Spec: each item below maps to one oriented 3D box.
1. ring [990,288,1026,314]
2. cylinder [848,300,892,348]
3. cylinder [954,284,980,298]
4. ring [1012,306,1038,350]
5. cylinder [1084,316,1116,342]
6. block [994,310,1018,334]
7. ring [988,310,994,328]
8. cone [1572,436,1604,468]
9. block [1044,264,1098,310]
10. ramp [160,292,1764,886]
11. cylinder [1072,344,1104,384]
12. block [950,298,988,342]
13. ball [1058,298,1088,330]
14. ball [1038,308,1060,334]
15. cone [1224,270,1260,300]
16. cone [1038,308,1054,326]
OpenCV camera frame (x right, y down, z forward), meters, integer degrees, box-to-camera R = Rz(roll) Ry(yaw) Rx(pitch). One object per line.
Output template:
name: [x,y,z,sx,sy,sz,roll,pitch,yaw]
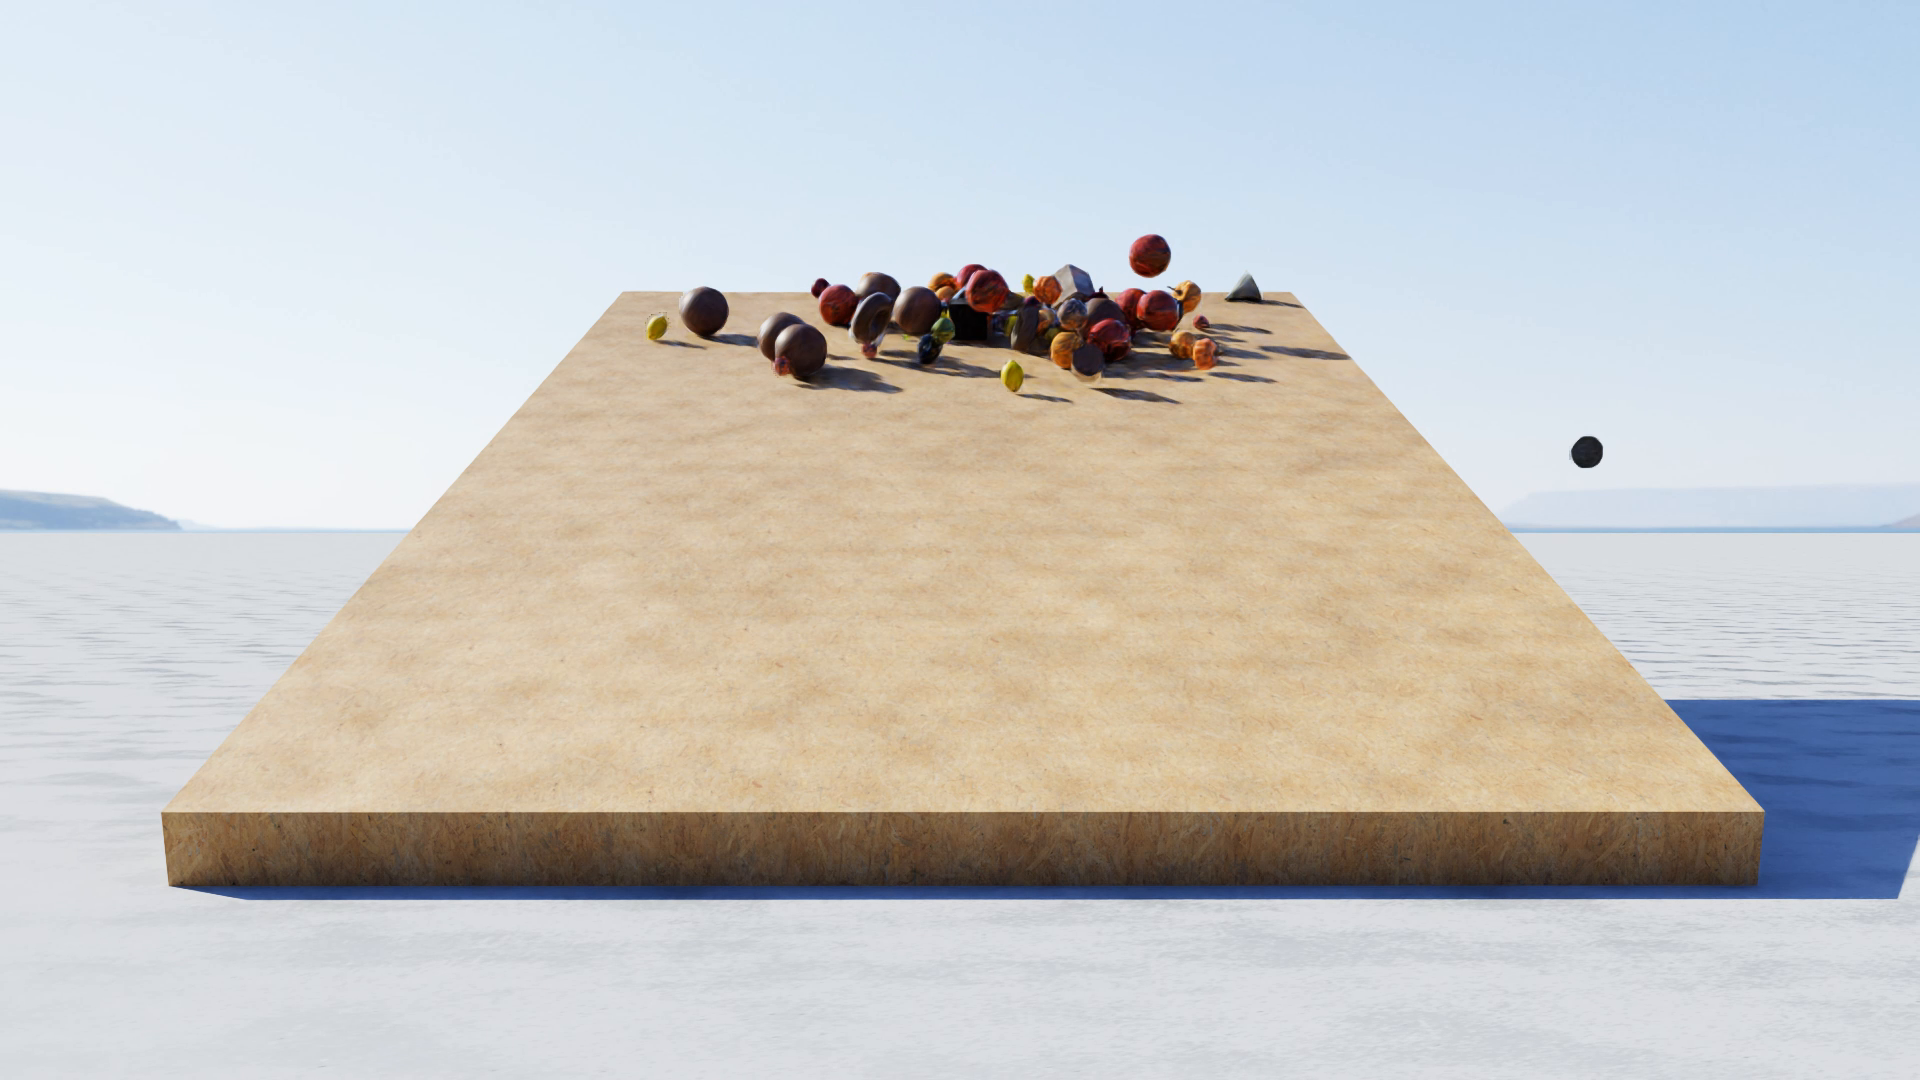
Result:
ring: [0.138,-0.647,6.082,0.130,0.043,0.130,30,24,-16]
cylinder: [-0.232,-0.559,5.686,0.090,0.090,0.090,16,29,-9]
cylinder: [0.022,-0.653,5.989,0.060,0.060,0.060,-41,14,12]
ring: [0.168,-0.544,5.665,0.040,0.121,0.121,18,-4,-14]
cylinder: [0.368,-0.556,5.816,0.060,0.060,0.060,14,10,41]
block: [0.122,-0.584,5.916,0.056,0.056,0.056,2,13,8]
ring: [0.054,-0.604,6.028,0.112,0.037,0.112,-1,15,0]
cone: [1.511,-0.218,5.361,0.081,0.081,0.081,0,9,-7]
block: [0.301,-0.681,6.009,0.091,0.091,0.091,-33,-31,31]
ramp: [-0.002,-0.155,4.685,2.000,0.100,4.000,0,16,0]
cylinder: [0.303,-0.417,5.217,0.076,0.076,0.076,0,-9,0]
block: [0.023,-0.585,5.852,0.097,0.097,0.097,-1,16,-3]
ball: [0.281,-0.563,5.494,0.077,0.077,0.077,0,0,0]
ball: [0.239,-0.589,5.921,0.067,0.067,0.067,0,0,0]
cone: [0.814,-0.723,6.433,0.095,0.095,0.095,-26,1,-1]
cone: [0.230,-0.581,5.855,0.050,0.050,0.050,0,31,-4]
